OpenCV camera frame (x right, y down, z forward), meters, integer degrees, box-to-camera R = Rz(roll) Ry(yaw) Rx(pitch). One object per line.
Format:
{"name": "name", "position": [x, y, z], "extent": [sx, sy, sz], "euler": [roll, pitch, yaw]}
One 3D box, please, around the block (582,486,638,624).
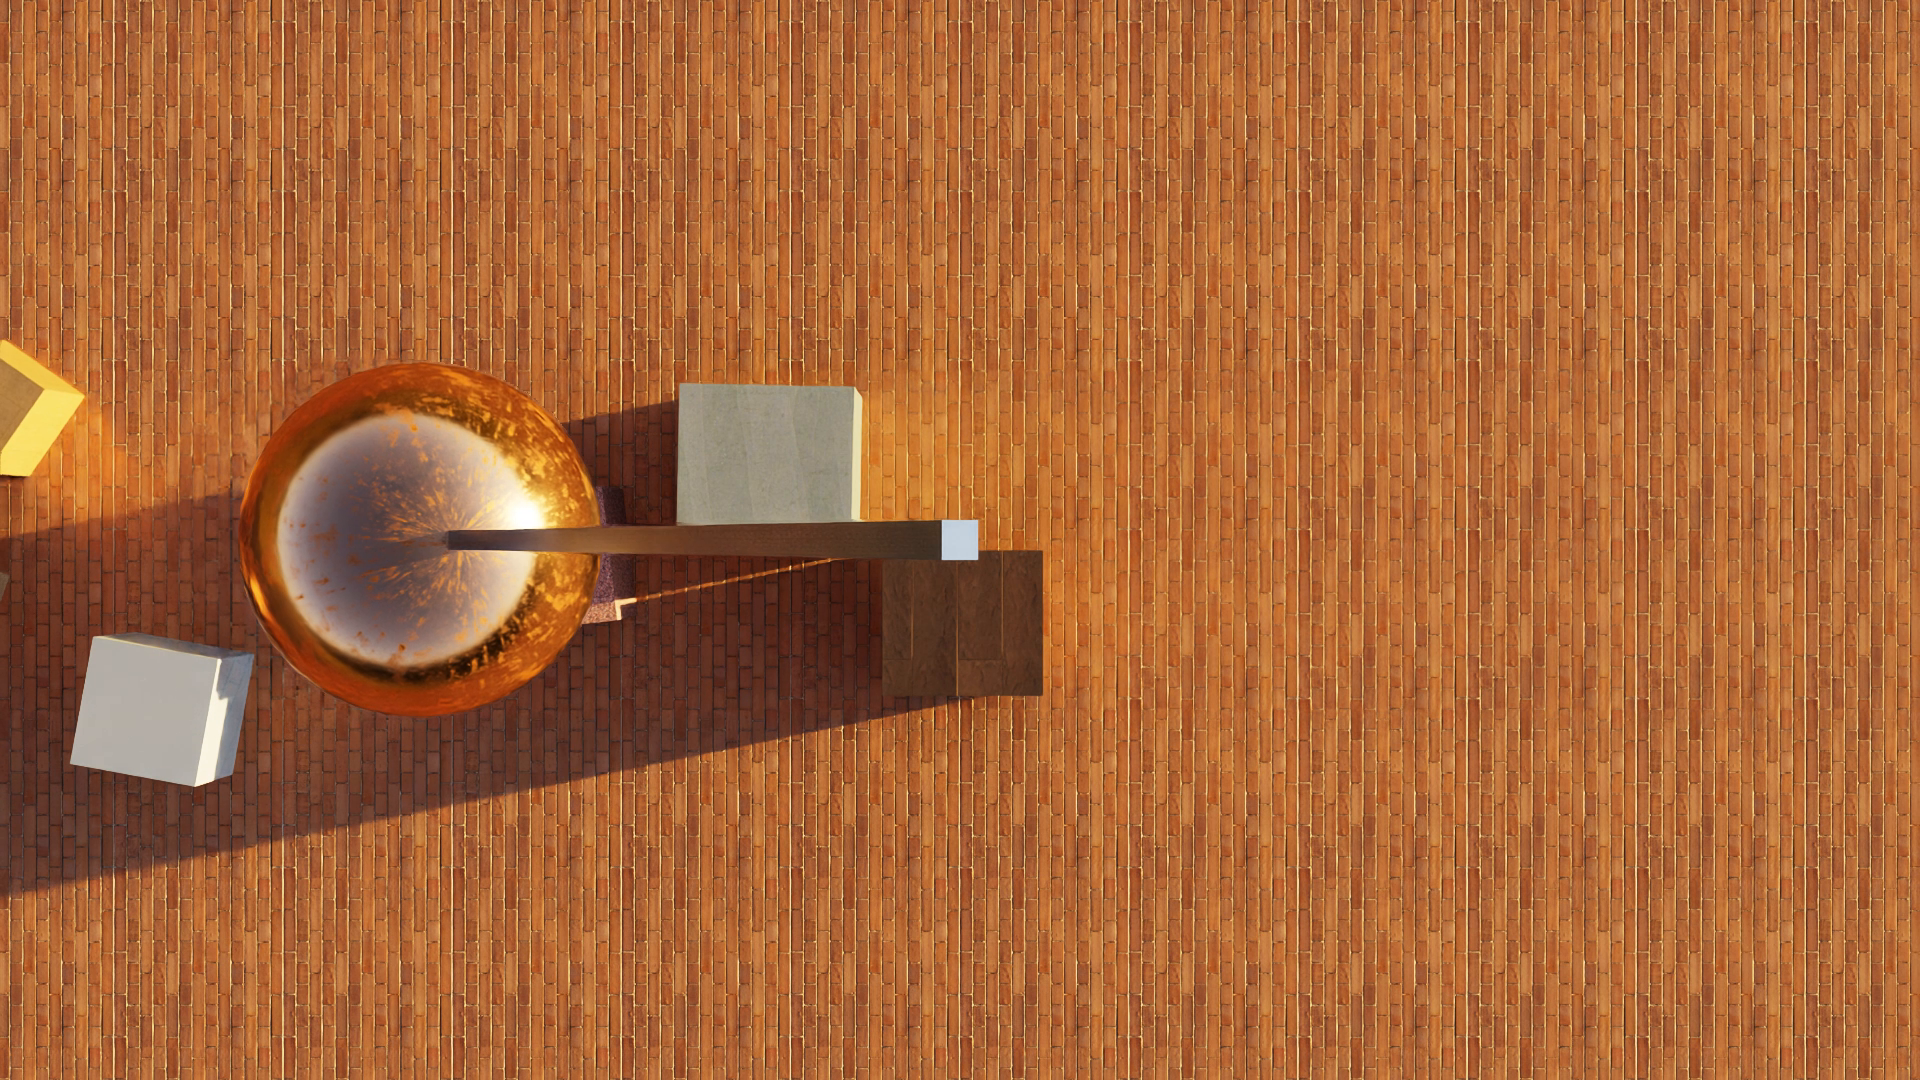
{"name": "block", "position": [-2.359, 0.121, 12.613], "extent": [0.827, 0.774, 0.752], "euler": [-7, 90, 0]}

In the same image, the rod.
{"name": "rod", "position": [-1.047, 0.000, 6.796], "extent": [0.080, 5.200, 0.080], "euler": [0, 90, -24]}

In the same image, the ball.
{"name": "ball", "position": [-2.417, 0.000, 9.907], "extent": [1.600, 1.600, 1.600], "euler": [0, 90, 0]}

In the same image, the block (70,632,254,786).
{"name": "block", "position": [-4.587, 0.965, 12.680], "extent": [0.715, 0.639, 0.726], "euler": [10, 90, 0]}

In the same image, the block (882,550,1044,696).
{"name": "block", "position": [0.015, 0.461, 12.589], "extent": [0.891, 0.823, 0.804], "euler": [0, 90, 0]}

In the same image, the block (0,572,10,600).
{"name": "block", "position": [-5.960, 0.381, 12.712], "extent": [0.533, 0.575, 0.552], "euler": [19, 90, 0]}

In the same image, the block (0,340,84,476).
{"name": "block", "position": [-5.569, -0.777, 12.712], "extent": [0.569, 0.576, 0.579], "euler": [35, 90, 0]}

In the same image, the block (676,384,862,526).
{"name": "block", "position": [-1.066, -0.393, 12.521], "extent": [0.958, 0.957, 0.912], "euler": [1, 90, 0]}
